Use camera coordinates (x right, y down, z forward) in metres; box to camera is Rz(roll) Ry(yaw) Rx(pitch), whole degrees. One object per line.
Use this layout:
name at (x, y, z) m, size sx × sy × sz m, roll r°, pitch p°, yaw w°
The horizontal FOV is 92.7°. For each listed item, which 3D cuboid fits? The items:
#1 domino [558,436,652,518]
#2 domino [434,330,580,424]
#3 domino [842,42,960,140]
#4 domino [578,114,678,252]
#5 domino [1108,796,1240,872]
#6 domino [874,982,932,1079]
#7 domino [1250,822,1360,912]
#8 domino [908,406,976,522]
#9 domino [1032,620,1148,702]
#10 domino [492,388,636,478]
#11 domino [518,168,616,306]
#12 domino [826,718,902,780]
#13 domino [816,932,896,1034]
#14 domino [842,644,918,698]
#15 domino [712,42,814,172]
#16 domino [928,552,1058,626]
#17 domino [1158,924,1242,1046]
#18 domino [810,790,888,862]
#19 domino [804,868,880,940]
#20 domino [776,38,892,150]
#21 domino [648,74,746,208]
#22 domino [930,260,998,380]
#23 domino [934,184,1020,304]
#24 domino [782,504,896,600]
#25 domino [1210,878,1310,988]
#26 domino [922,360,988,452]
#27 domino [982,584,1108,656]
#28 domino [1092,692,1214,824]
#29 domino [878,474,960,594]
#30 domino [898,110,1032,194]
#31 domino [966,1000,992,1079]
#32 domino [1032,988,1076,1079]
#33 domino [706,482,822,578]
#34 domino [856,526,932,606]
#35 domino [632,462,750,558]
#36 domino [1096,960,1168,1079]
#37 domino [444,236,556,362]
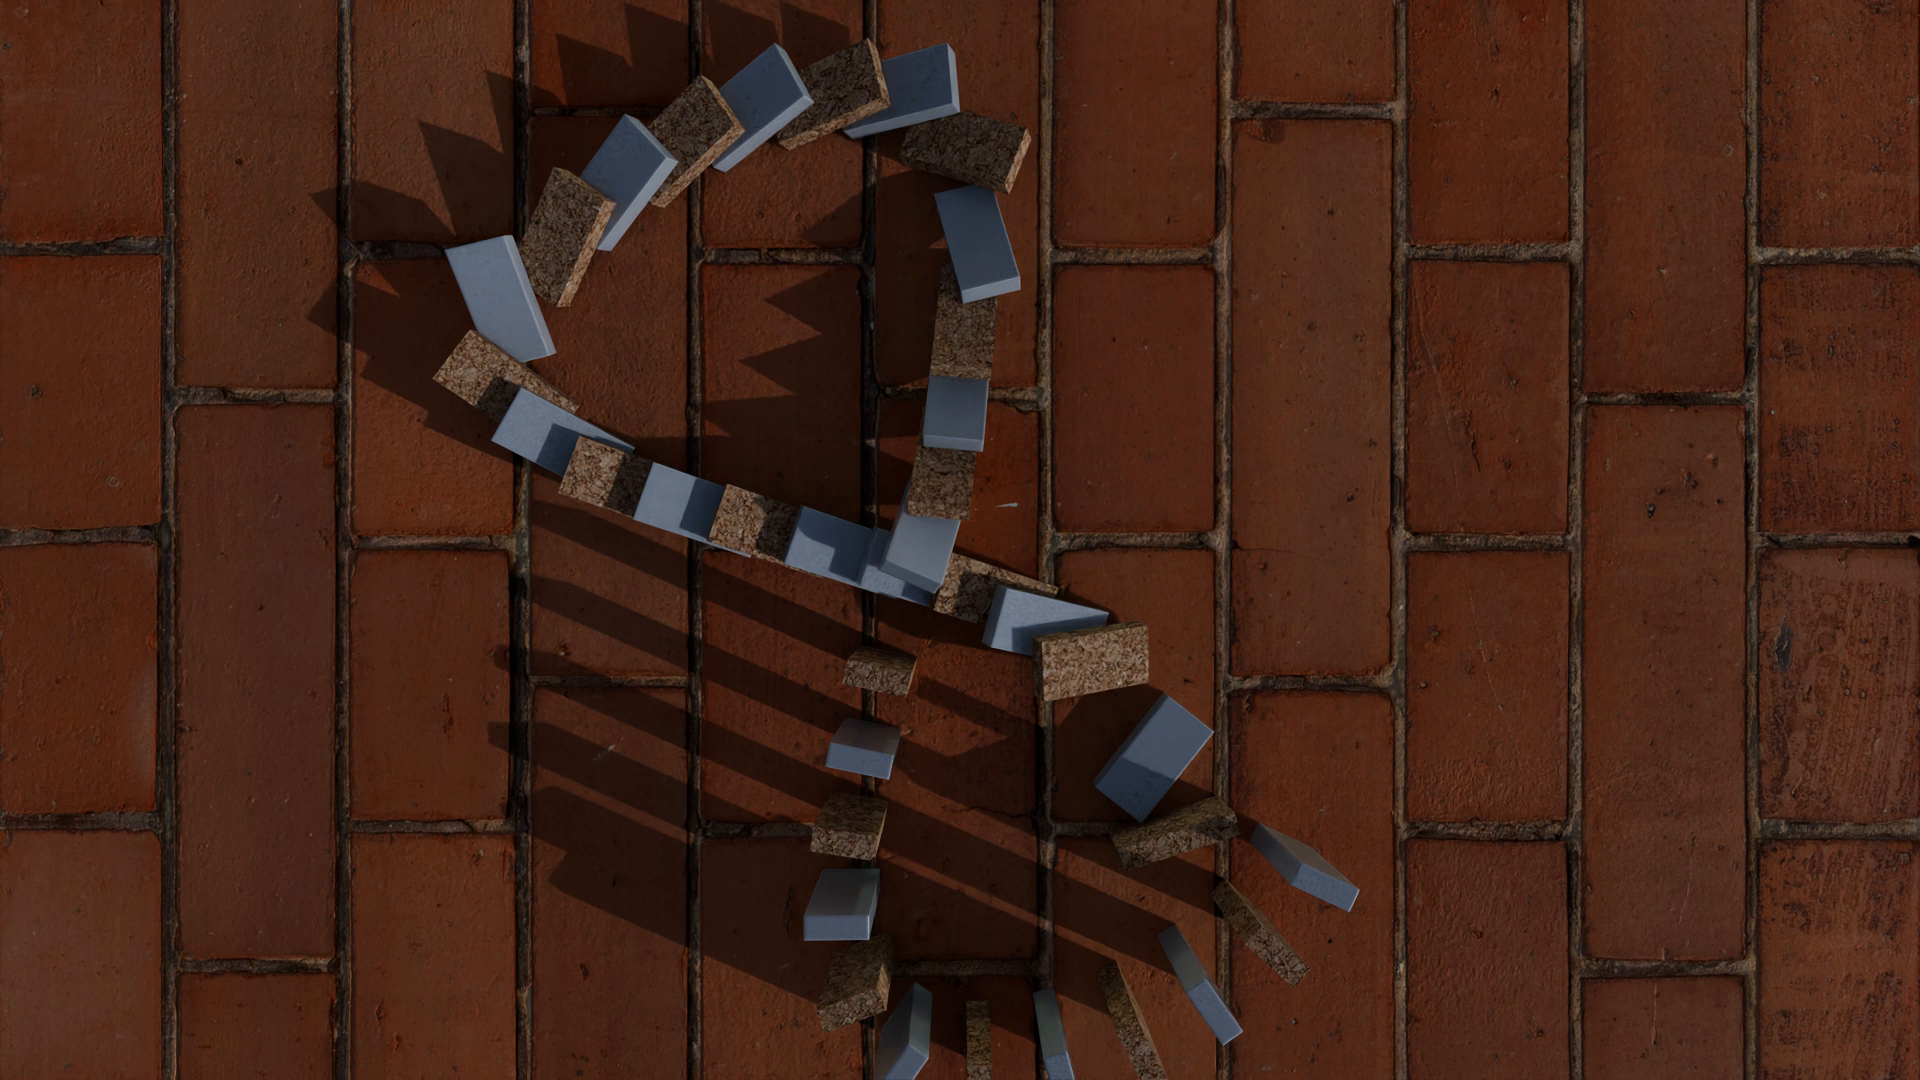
domino at (-0.140, -0.023, 0.388) m, size 0.050 × 0.009 × 0.025 m, roll 21°, pitch 90°, yaw -18°
domino at (-0.191, -0.063, 0.388) m, size 0.050 × 0.010 × 0.025 m, roll 37°, pitch 90°, yaw -18°
domino at (-0.026, -0.189, 0.387) m, size 0.050 × 0.010 × 0.025 m, roll -5°, pitch 90°, yaw 20°
domino at (-0.145, -0.150, 0.388) m, size 0.050 × 0.010 × 0.025 m, roll -44°, pitch 90°, yaw 18°
domino at (0.090, 0.124, 0.388) m, size 0.050 × 0.025 × 0.010 m, roll -18°, pitch 90°, yaw 0°
domino at (-0.023, 0.206, 0.375) m, size 0.009 × 0.050 × 0.025 m, roll 35°, pitch 90°, yaw 0°
domino at (0.139, 0.133, 0.375) m, size 0.025 × 0.050 × 0.010 m, roll 25°, pitch 90°, yaw 0°
domino at (-0.006, -0.033, 0.383) m, size 0.025 × 0.009 × 0.050 m, roll 6°, pitch 58°, yaw 0°
domino at (0.055, 0.050, 0.385) m, size 0.050 × 0.009 × 0.025 m, roll -6°, pitch 99°, yaw -21°
domino at (-0.167, -0.041, 0.388) m, size 0.050 × 0.009 × 0.025 m, roll 30°, pitch 90°, yaw -18°
domino at (-0.169, -0.127, 0.388) m, size 0.025 × 0.009 × 0.050 m, roll 34°, pitch 108°, yaw 0°
domino at (-0.038, 0.084, 0.375) m, size 0.025 × 0.050 × 0.010 m, roll 12°, pitch 90°, yaw 0°
domino at (-0.042, 0.180, 0.375) m, size 0.025 × 0.050 × 0.010 m, roll -21°, pitch 90°, yaw 0°
domino at (-0.032, 0.053, 0.375) m, size 0.025 × 0.050 × 0.009 m, roll 13°, pitch 90°, yaw 0°
domino at (-0.089, -0.182, 0.388) m, size 0.050 × 0.009 × 0.025 m, roll -29°, pitch 90°, yaw 19°
domino at (0.014, 0.024, 0.388) m, size 0.050 × 0.009 × 0.025 m, roll 19°, pitch 90°, yaw -17°
domino at (0.097, 0.180, 0.375) m, size 0.009 × 0.050 × 0.025 m, roll -35°, pitch 90°, yaw 0°
domino at (-0.044, 0.116, 0.375) m, size 0.025 × 0.050 × 0.009 m, roll 9°, pitch 90°, yaw 0°
domino at (-0.047, 0.148, 0.375) m, size 0.025 × 0.050 × 0.010 m, roll 0°, pitch 90°, yaw 0°
domino at (-0.056, -0.188, 0.387) m, size 0.050 × 0.009 × 0.025 m, roll -14°, pitch 90°, yaw 19°
domino at (-0.118, -0.168, 0.388) m, size 0.050 × 0.010 × 0.025 m, roll -34°, pitch 90°, yaw 18°
domino at (0.003, -0.093, 0.387) m, size 0.025 × 0.009 × 0.050 m, roll 5°, pitch 70°, yaw 0°
domino at (0.007, -0.126, 0.388) m, size 0.025 × 0.009 × 0.050 m, roll -14°, pitch 71°, yaw 0°
domino at (-0.047, 0.005, 0.388) m, size 0.050 × 0.009 × 0.025 m, roll 19°, pitch 90°, yaw -17°
domino at (0.121, 0.159, 0.375) m, size 0.025 × 0.050 × 0.009 m, roll 42°, pitch 90°, yaw 0°
domino at (-0.001, -0.062, 0.386) m, size 0.025 × 0.009 × 0.050 m, roll 5°, pitch 67°, yaw 0°
domino at (0.036, 0.037, 0.386) m, size 0.050 × 0.010 × 0.025 m, roll 14°, pitch 92°, yaw -23°
domino at (0.083, 0.094, 0.395) m, size 0.025 × 0.009 × 0.050 m, roll 38°, pitch 90°, yaw 0°
domino at (-0.014, -0.005, 0.380) m, size 0.025 × 0.010 × 0.050 m, roll 24°, pitch 55°, yaw -11°
domino at (0.002, -0.167, 0.389) m, size 0.050 × 0.010 × 0.025 m, roll 22°, pitch 90°, yaw 16°
domino at (0.008, 0.213, 0.375) m, size 0.009 × 0.050 × 0.025 m, roll -1°, pitch 90°, yaw 0°
domino at (0.039, 0.209, 0.375) m, size 0.009 × 0.050 × 0.025 m, roll -15°, pitch 90°, yaw 0°
domino at (-0.078, -0.004, 0.388) m, size 0.050 × 0.010 × 0.025 m, roll 20°, pitch 90°, yaw -17°
domino at (-0.016, 0.014, 0.388) m, size 0.050 × 0.010 × 0.025 m, roll 18°, pitch 90°, yaw -17°
domino at (-0.109, -0.013, 0.388) m, size 0.050 × 0.009 × 0.025 m, roll 20°, pitch 90°, yaw -18°
domino at (0.069, 0.197, 0.375) m, size 0.010 × 0.050 × 0.025 m, roll -27°, pitch 90°, yaw 0°
domino at (-0.193, -0.100, 0.387) m, size 0.025 × 0.009 × 0.050 m, roll -14°, pitch 110°, yaw 0°
